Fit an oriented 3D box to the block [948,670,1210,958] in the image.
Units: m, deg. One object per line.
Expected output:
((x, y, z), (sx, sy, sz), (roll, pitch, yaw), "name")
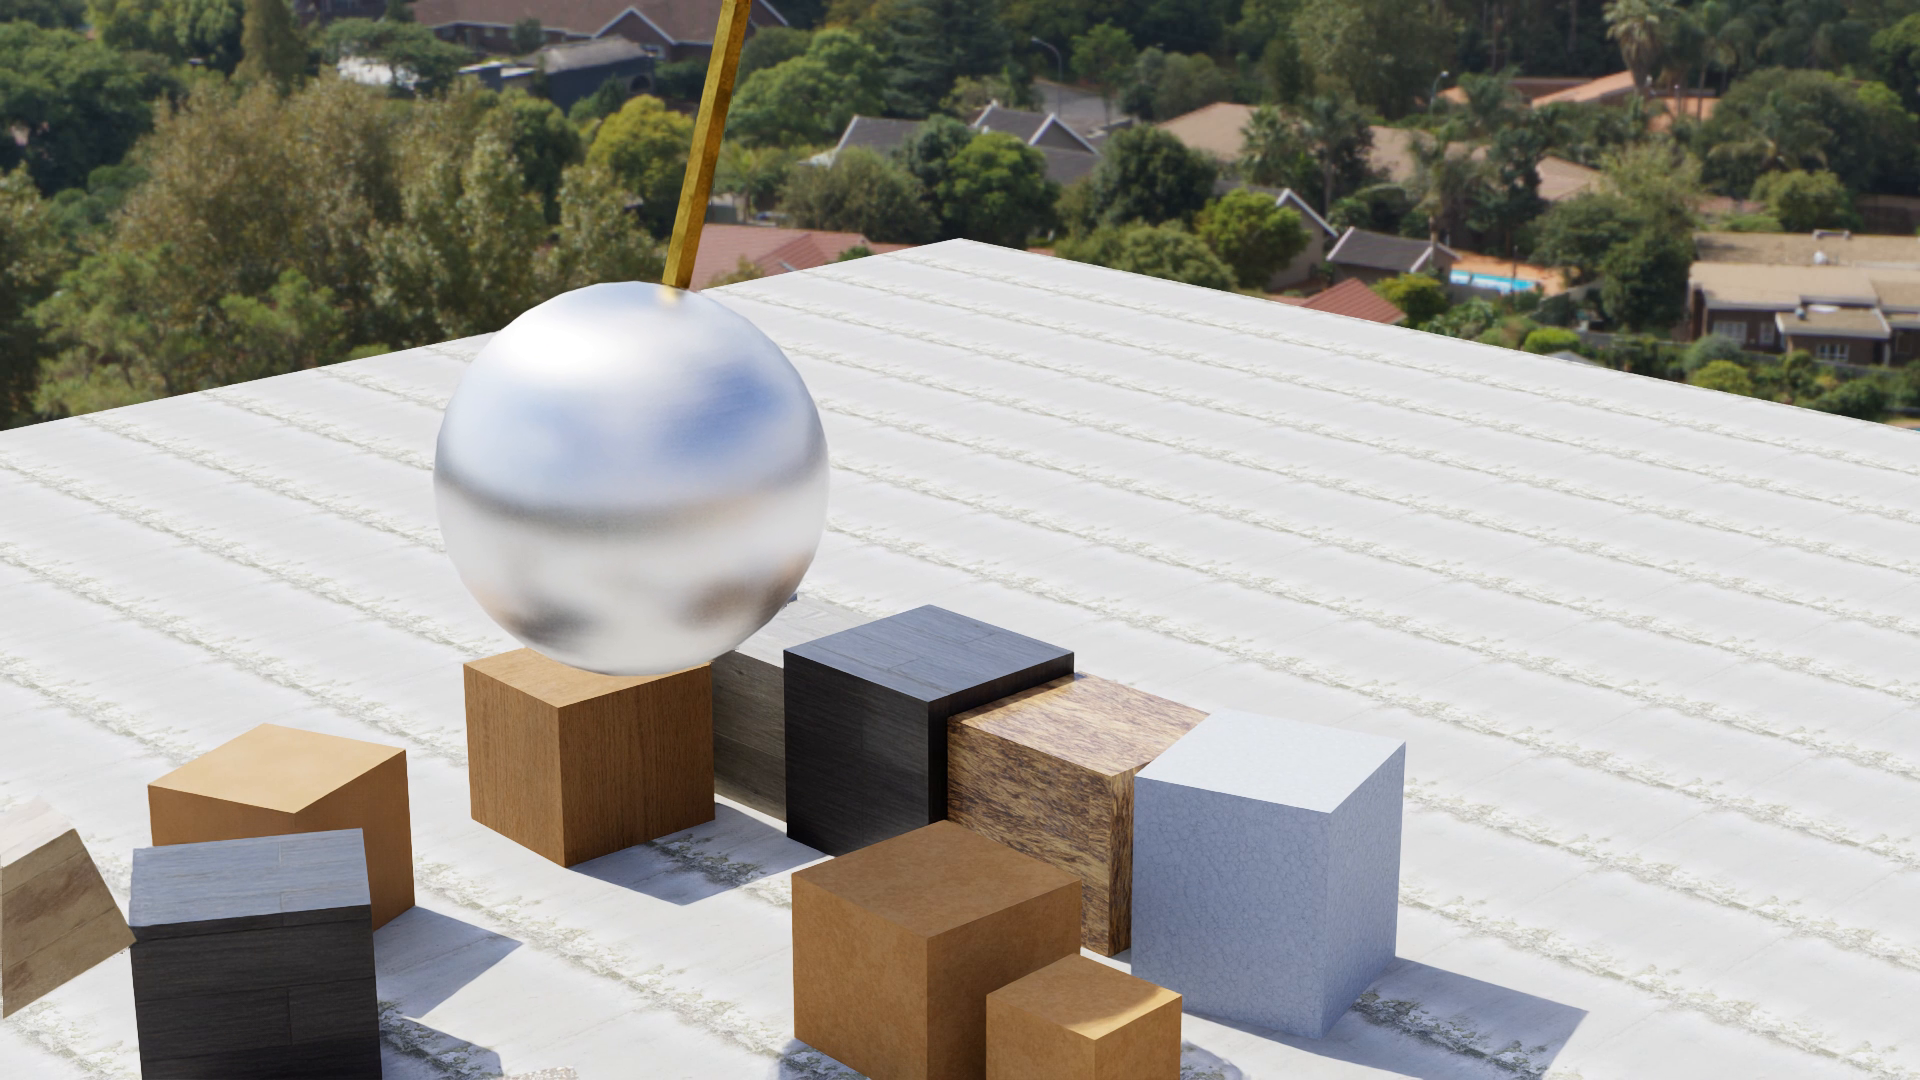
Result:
((0.597, 1.202, 13.118), (0.867, 0.840, 0.980), (-17, 24, -42), "block")

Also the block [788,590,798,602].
((-1.362, 0.618, 15.000), (0.843, 0.826, 0.701), (-10, 20, -29), "block")

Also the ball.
((-1.324, -0.246, 11.876), (1.600, 1.600, 1.600), (0, 17, 0), "ball")

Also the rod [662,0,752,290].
((-0.574, -3.553, 11.624), (0.080, 5.200, 0.080), (17, 6, 42), "rod")

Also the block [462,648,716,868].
((-1.761, 0.963, 13.962), (0.869, 0.791, 0.788), (-15, 23, -39), "block")

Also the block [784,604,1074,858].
((-0.145, 0.961, 13.718), (0.941, 0.941, 0.968), (-16, 24, -42), "block")

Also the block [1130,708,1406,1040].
((1.295, 1.377, 12.304), (0.849, 0.994, 0.890), (9, 20, 26), "block")

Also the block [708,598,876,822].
((-0.757, 0.833, 14.384), (0.812, 0.786, 0.797), (17, 24, 42), "block")

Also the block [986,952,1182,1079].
((0.465, 1.982, 11.063), (0.535, 0.585, 0.500), (16, 23, 41), "block")

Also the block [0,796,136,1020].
((-3.491, 1.359, 10.851), (0.579, 0.502, 0.565), (-31, 22, -22), "block")

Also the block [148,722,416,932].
((-2.957, 1.339, 12.833), (0.767, 0.750, 0.804), (8, 19, 23), "block")

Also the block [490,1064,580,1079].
((-1.572, 2.322, 9.769), (0.808, 0.712, 0.839), (-7, 19, -20), "block")

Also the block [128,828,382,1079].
((-2.784, 1.697, 11.609), (0.901, 0.800, 0.764), (-4, 18, -13), "block")

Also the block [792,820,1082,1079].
((-0.095, 1.684, 11.778), (0.822, 0.725, 0.818), (-15, 23, -40), "block")
